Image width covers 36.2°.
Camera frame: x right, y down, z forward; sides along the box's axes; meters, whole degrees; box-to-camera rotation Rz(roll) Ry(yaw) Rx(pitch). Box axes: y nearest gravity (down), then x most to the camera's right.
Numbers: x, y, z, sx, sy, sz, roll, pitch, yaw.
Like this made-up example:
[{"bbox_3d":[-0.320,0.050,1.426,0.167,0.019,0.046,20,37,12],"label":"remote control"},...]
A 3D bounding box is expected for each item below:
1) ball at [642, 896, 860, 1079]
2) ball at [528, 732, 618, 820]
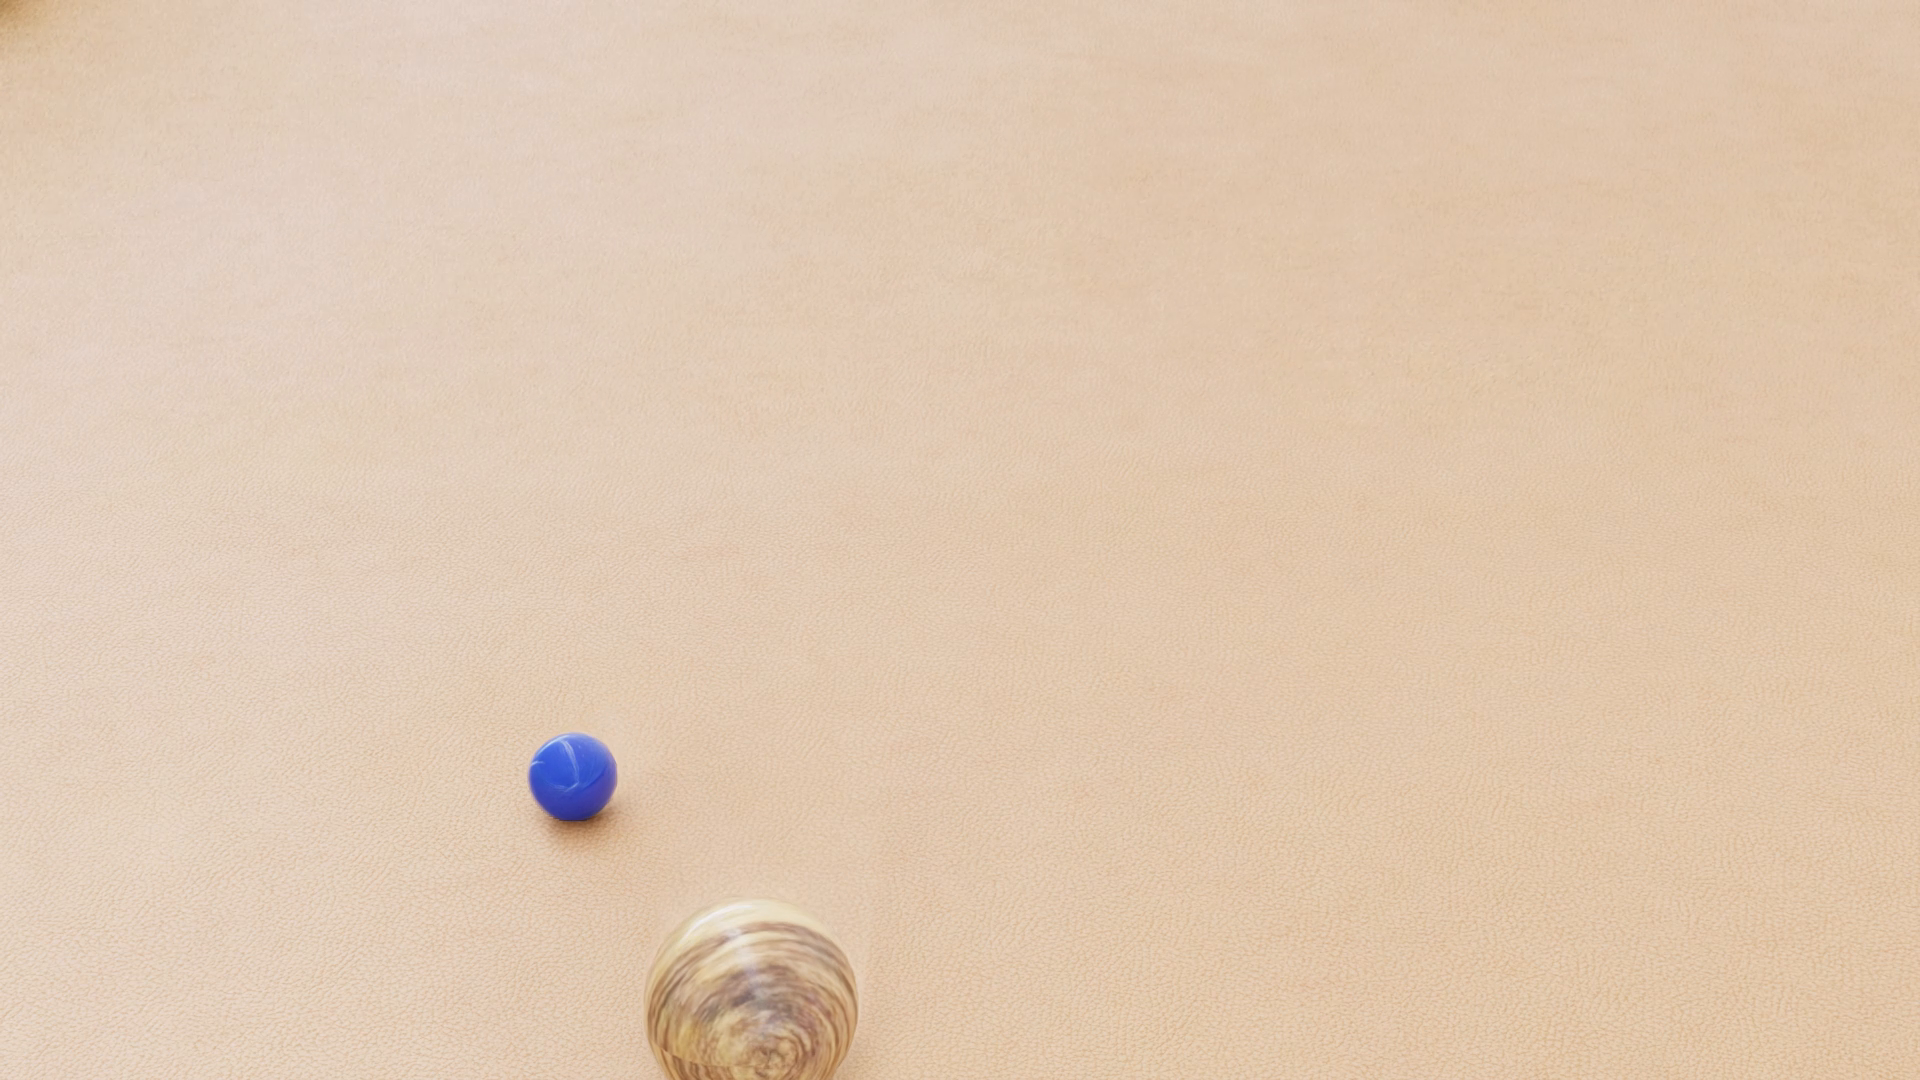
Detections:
[{"bbox_3d":[-0.089,0.197,1.249,0.092,0.092,0.092,0,30,0],"label":"ball"},{"bbox_3d":[-0.189,0.115,1.436,0.043,0.043,0.043,0,30,0],"label":"ball"}]
